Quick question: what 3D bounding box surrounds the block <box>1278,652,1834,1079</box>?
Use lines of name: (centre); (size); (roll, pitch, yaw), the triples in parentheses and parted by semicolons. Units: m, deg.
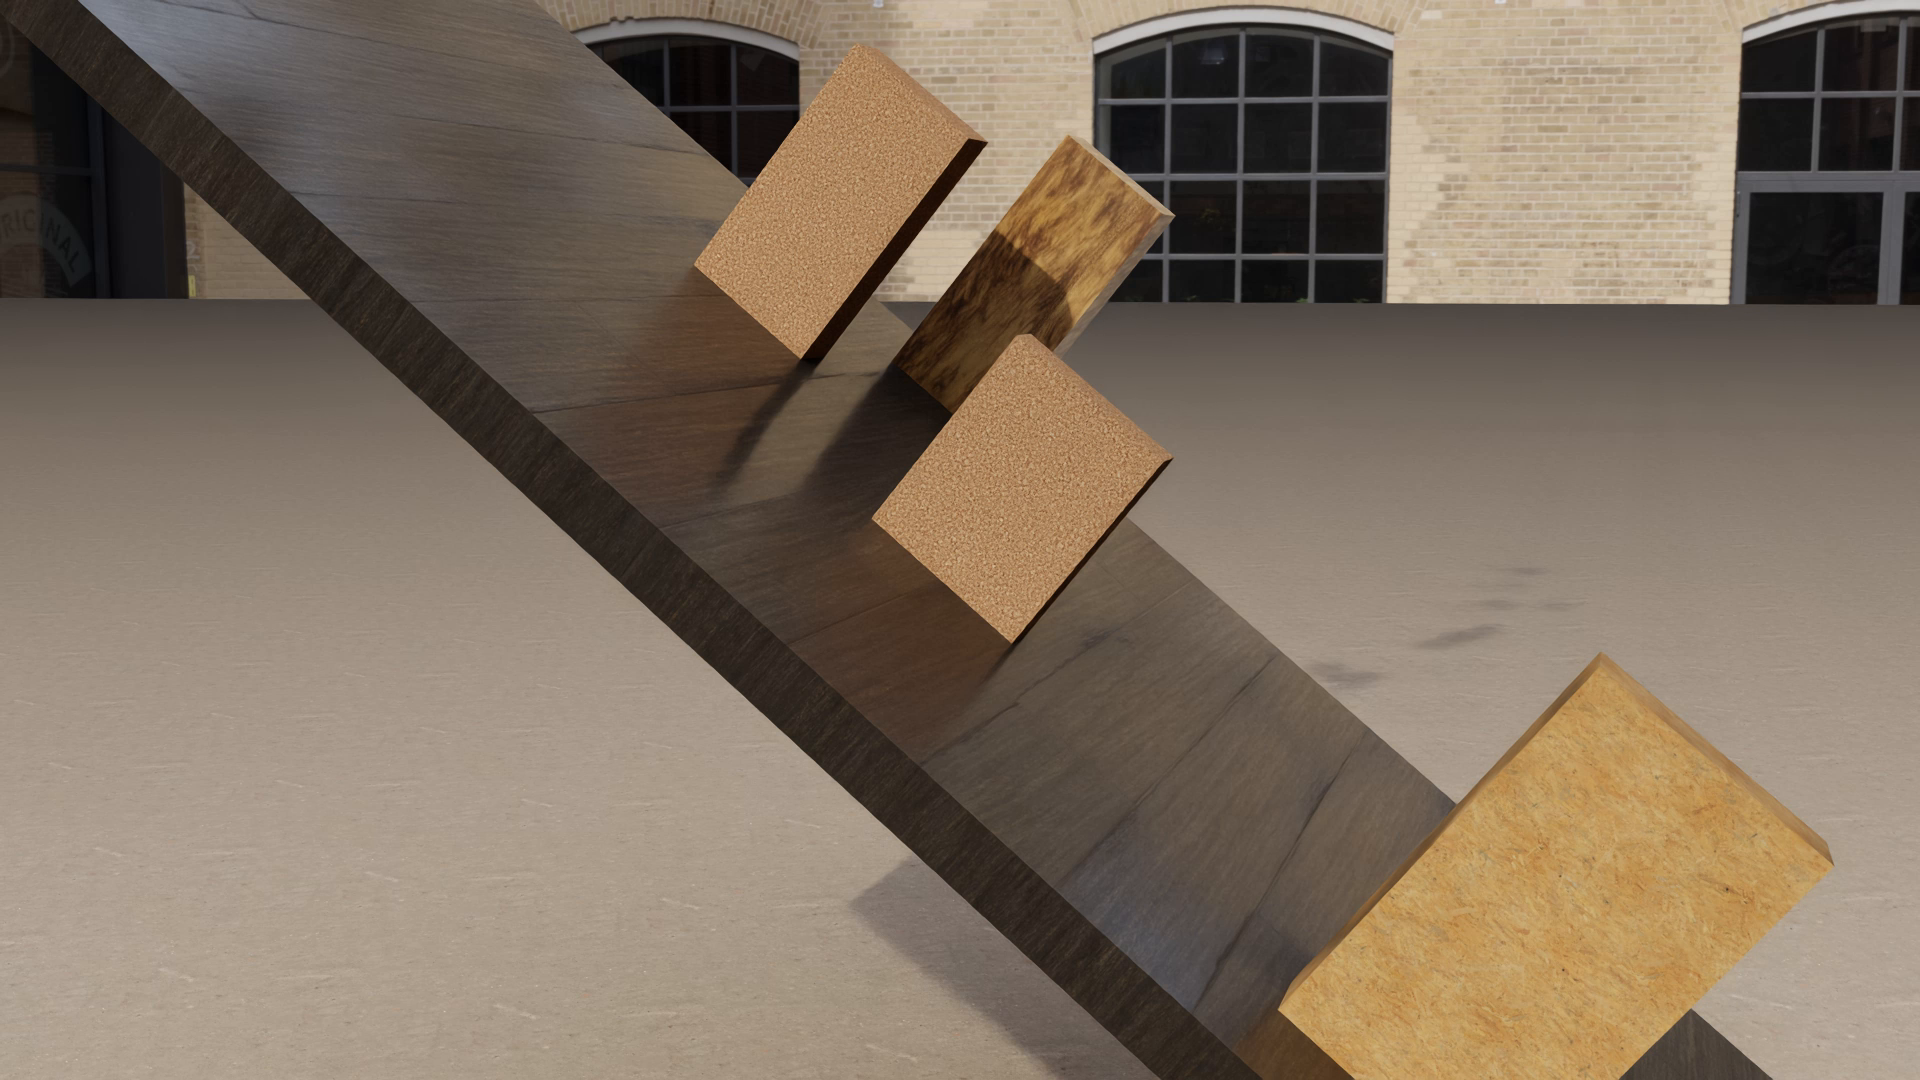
block: (0.832, 0.549, 3.116); (0.400, 0.678, 0.134); (42, 16, 9)

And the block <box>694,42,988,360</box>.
block: (-0.234, -0.655, 4.282); (0.289, 0.538, 0.132); (42, 16, 9)

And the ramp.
ramp: (-0.002, 0.050, 4.041); (4.000, 0.100, 2.000); (42, 16, 9)

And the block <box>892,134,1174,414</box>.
block: (0.154, -0.534, 4.677); (0.262, 0.610, 0.130); (42, 16, 9)

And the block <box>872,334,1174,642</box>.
block: (0.104, -0.088, 3.731); (0.324, 0.407, 0.089); (42, 16, 9)
